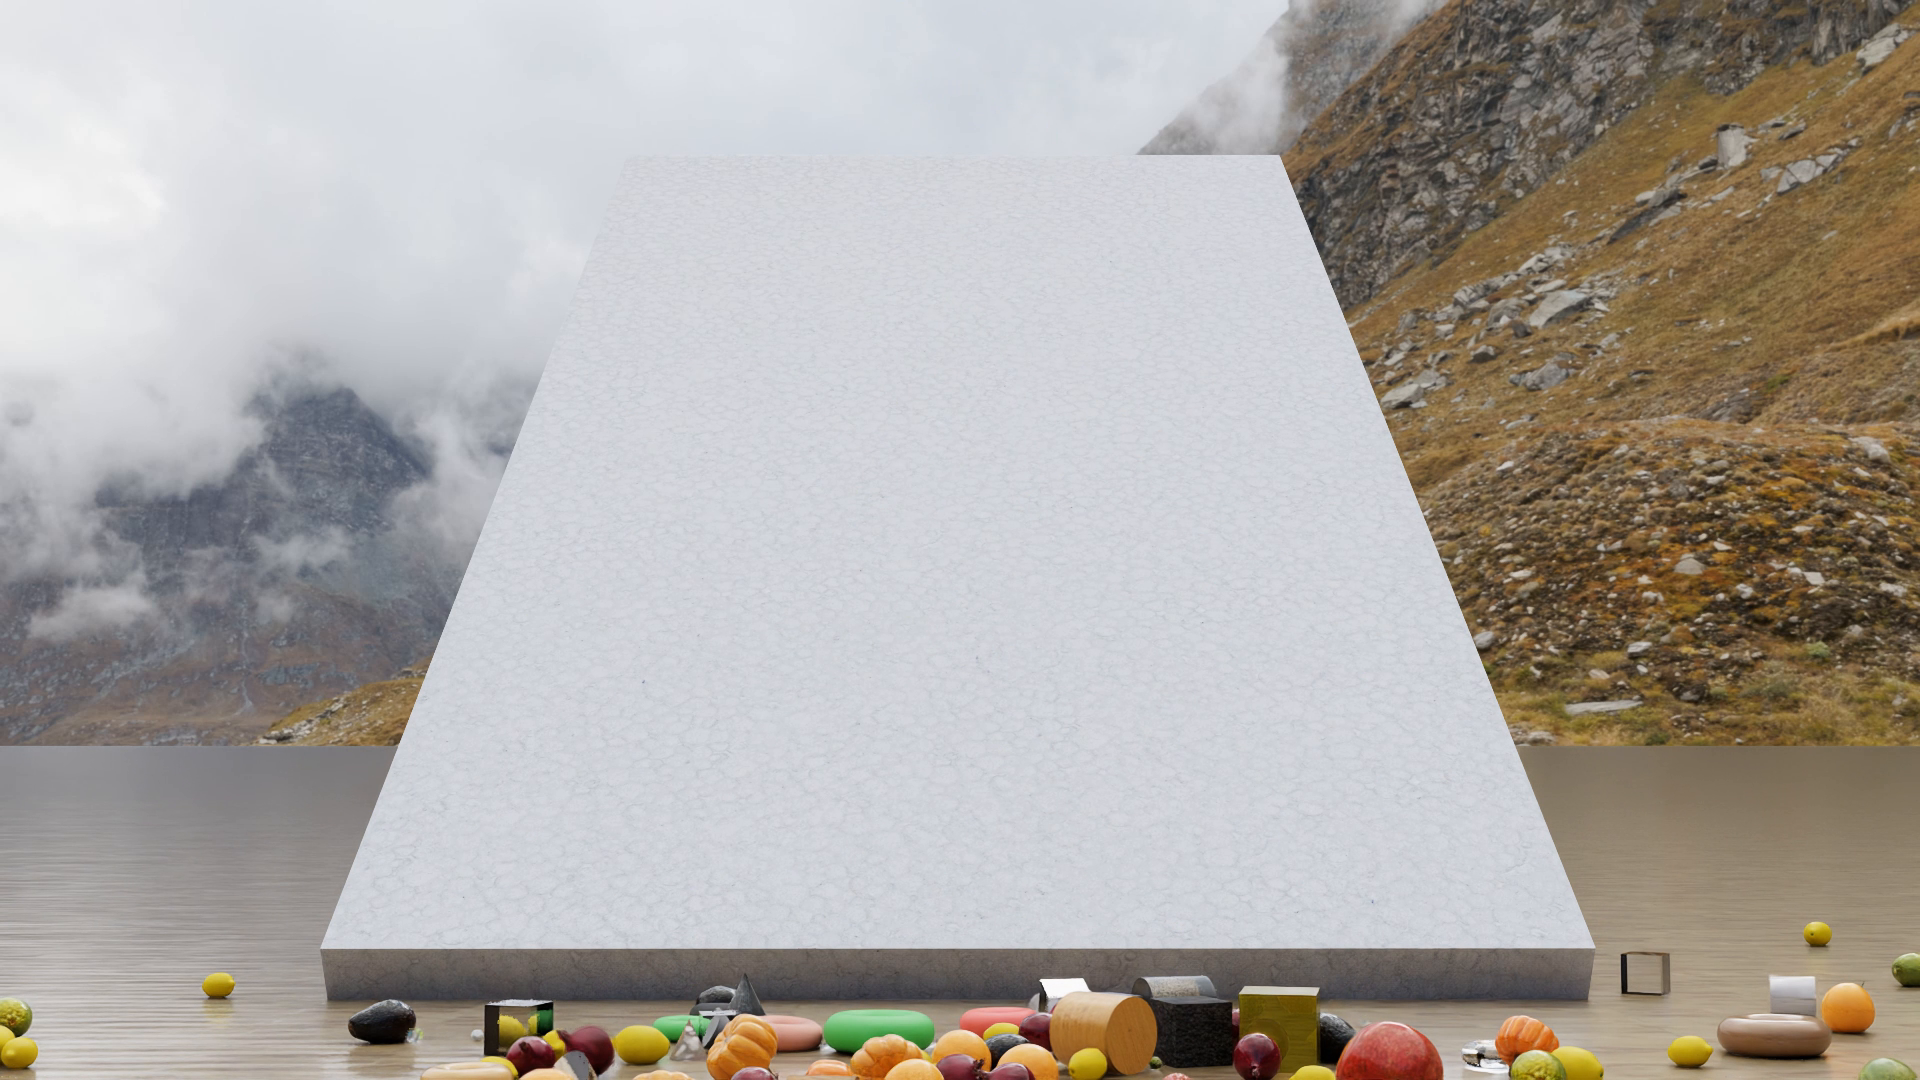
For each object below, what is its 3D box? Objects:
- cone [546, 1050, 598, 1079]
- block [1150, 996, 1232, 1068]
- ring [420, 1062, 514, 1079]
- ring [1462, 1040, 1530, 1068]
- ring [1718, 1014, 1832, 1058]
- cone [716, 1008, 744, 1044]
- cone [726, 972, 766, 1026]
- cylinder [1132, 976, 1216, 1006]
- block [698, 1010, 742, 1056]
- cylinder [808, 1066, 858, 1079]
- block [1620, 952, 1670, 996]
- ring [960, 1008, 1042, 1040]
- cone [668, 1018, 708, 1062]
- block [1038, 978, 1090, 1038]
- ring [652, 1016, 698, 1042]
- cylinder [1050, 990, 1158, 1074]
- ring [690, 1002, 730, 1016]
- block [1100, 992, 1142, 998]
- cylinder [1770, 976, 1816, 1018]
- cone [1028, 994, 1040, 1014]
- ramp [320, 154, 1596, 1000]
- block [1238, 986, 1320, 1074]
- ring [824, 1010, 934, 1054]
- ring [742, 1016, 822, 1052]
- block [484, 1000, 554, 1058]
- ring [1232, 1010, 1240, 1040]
[{"bbox_3d":[-0.415,0.620,2.659,0.072,0.072,0.072,-5,-33,44],"label":"cone"},{"bbox_3d":[0.295,0.628,3.033,0.079,0.079,0.079,2,-5,-20],"label":"block"},{"bbox_3d":[-0.570,0.625,2.740,0.108,0.036,0.108,-1,-6,0],"label":"ring"},{"bbox_3d":[0.679,0.652,3.006,0.087,0.029,0.087,0,-6,0],"label":"ring"},{"bbox_3d":[1.071,0.652,3.121,0.144,0.048,0.144,-1,-6,0],"label":"ring"},{"bbox_3d":[-0.313,0.670,3.209,0.056,0.056,0.056,28,-11,-11],"label":"cone"},{"bbox_3d":[-0.296,0.641,3.265,0.092,0.092,0.092,0,-5,0],"label":"cone"},{"bbox_3d":[0.289,0.637,3.209,0.091,0.091,0.091,2,-5,-18],"label":"cylinder"},{"bbox_3d":[-0.317,0.650,3.130,0.052,0.052,0.052,1,-5,-12],"label":"block"},{"bbox_3d":[-0.140,0.580,2.411,0.070,0.070,0.070,-24,-12,17],"label":"cylinder"},{"bbox_3d":[1.117,0.706,3.866,0.064,0.064,0.064,-3,-6,30],"label":"block"},{"bbox_3d":[0.056,0.671,3.291,0.114,0.038,0.114,-1,-6,0],"label":"ring"},{"bbox_3d":[-0.351,0.645,3.071,0.052,0.052,0.052,0,-5,0],"label":"cone"},{"bbox_3d":[0.146,0.652,3.301,0.061,0.061,0.061,1,13,-9],"label":"block"},{"bbox_3d":[-0.380,0.674,3.269,0.087,0.029,0.087,1,-4,0],"label":"ring"},{"bbox_3d":[0.179,0.614,2.959,0.095,0.095,0.095,5,-7,-44],"label":"cylinder"},{"bbox_3d":[-0.328,0.672,3.344,0.108,0.036,0.108,1,-14,0],"label":"ring"},{"bbox_3d":[0.197,0.648,3.196,0.067,0.067,0.067,4,-6,-40],"label":"block"},{"bbox_3d":[1.231,0.676,3.508,0.063,0.063,0.063,-2,-5,18],"label":"cylinder"},{"bbox_3d":[0.133,0.690,3.437,0.054,0.054,0.054,2,21,-22],"label":"cone"},{"bbox_3d":[-0.011,-0.226,5.523,2.000,0.100,4.000,0,27,0],"label":"ramp"},{"bbox_3d":[0.404,0.616,2.990,0.096,0.096,0.096,-1,-5,11],"label":"block"},{"bbox_3d":[-0.107,0.653,3.153,0.149,0.050,0.149,1,-6,0],"label":"ring"},{"bbox_3d":[-0.239,0.661,3.176,0.112,0.037,0.112,3,-3,0],"label":"ring"},{"bbox_3d":[-0.581,0.643,3.125,0.065,0.065,0.065,-2,-5,20],"label":"block"},{"bbox_3d":[0.372,0.675,3.302,0.093,0.031,0.093,-1,-3,0],"label":"ring"}]
